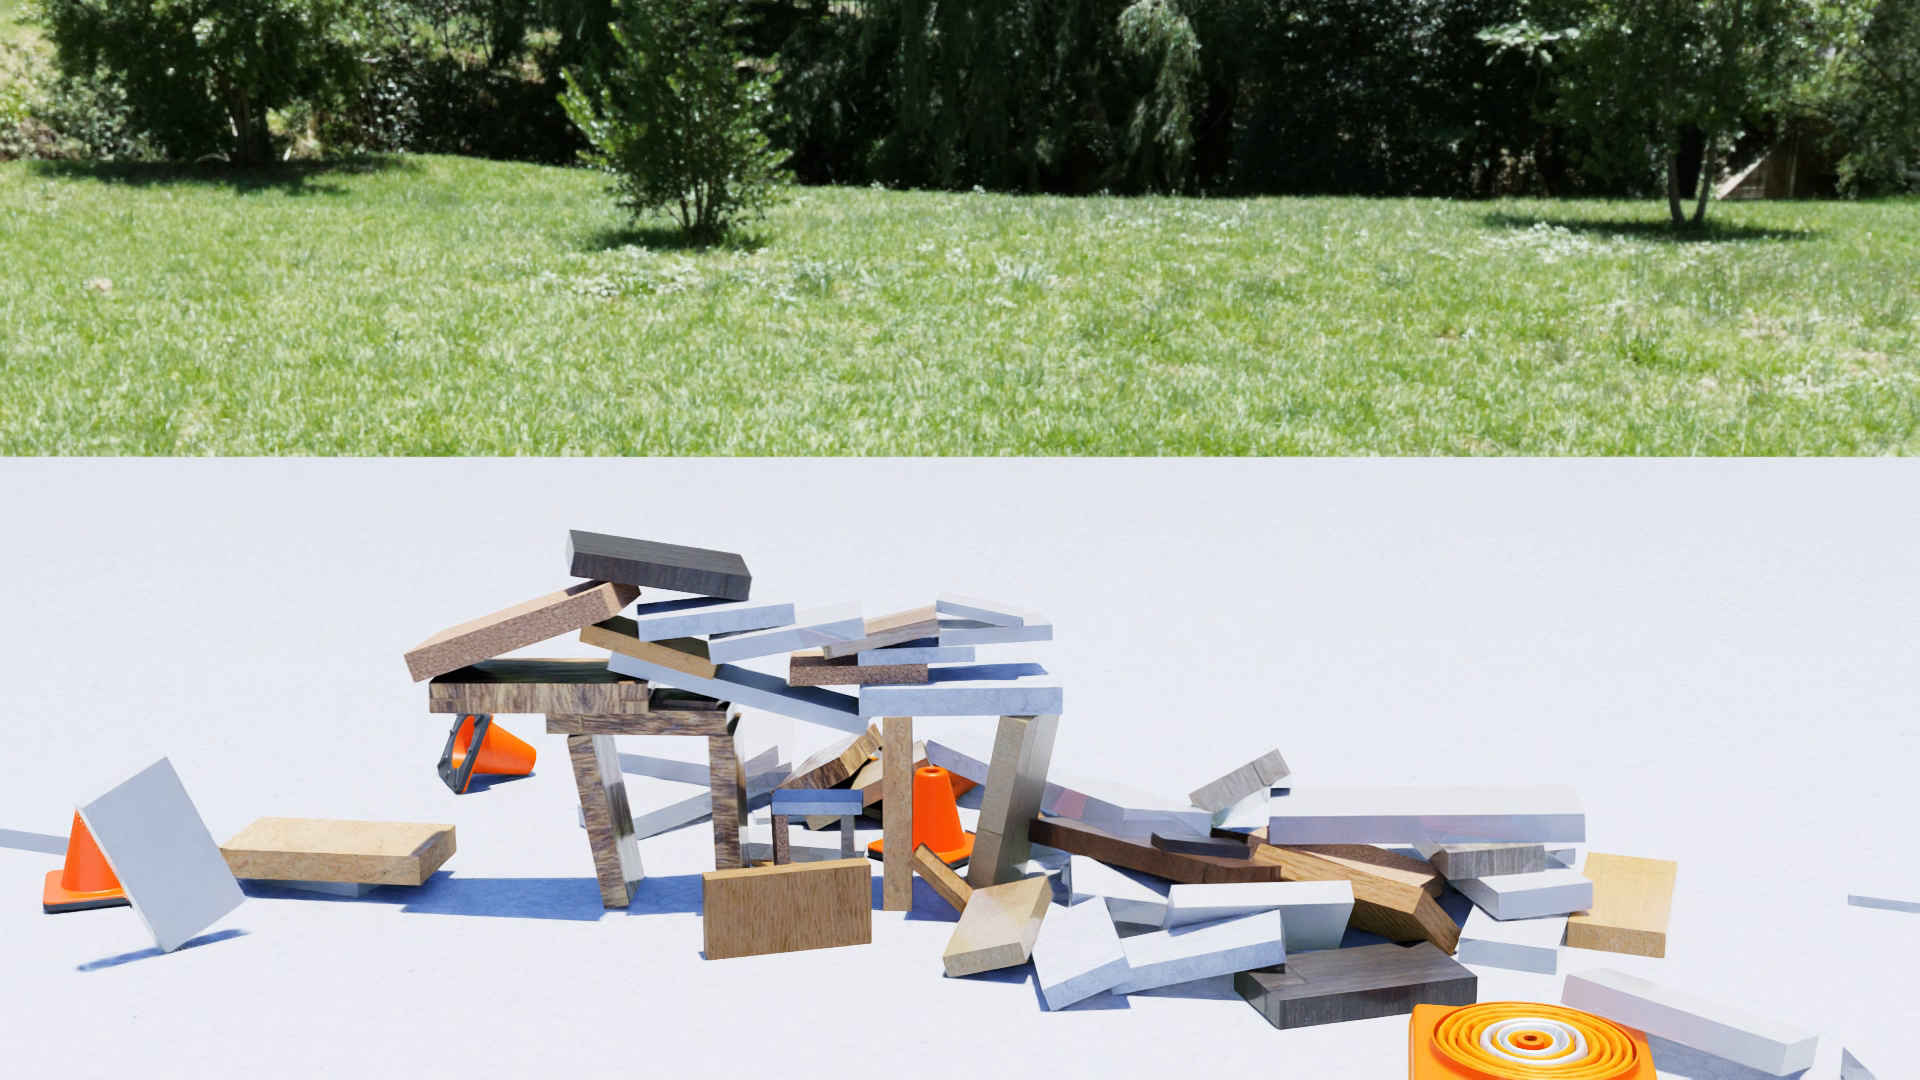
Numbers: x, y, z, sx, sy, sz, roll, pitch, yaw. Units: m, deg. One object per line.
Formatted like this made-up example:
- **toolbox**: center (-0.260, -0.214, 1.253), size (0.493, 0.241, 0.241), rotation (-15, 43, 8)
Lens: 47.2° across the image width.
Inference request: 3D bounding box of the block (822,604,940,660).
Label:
- **block**: center (-0.128, 0.148, 3.563), size (0.189, 0.027, 0.094), rotation (-13, 12, 1)

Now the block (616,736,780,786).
- **block**: center (-0.502, 0.412, 4.165), size (0.286, 0.041, 0.143), rotation (5, 16, 30)

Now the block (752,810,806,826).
- **block**: center (-0.332, 0.510, 4.063), size (0.095, 0.014, 0.048), rotation (-3, 11, -14)

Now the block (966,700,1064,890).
- **block**: center (0.088, 0.428, 3.641), size (0.046, 0.327, 0.163), rotation (17, 16, 21)

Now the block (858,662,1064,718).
- **block**: center (0.002, 0.245, 3.603), size (0.327, 0.046, 0.163), rotation (-1, 11, 0)

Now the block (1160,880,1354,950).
- **block**: center (0.454, 0.579, 3.371), size (0.274, 0.137, 0.039), rotation (-1, 50, -4)

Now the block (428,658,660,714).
- **block**: center (-0.674, 0.237, 3.589), size (0.347, 0.049, 0.174), rotation (0, 11, -1)

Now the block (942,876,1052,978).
- **block**: center (0.061, 0.596, 3.401), size (0.124, 0.035, 0.247), rotation (-14, 11, 15)

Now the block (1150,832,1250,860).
- **block**: center (0.381, 0.486, 3.493), size (0.142, 0.020, 0.071), rotation (7, 0, -11)

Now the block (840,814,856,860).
- **block**: center (-0.185, 0.517, 3.660), size (0.021, 0.148, 0.074), rotation (0, 11, 0)

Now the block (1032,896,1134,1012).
- **block**: center (0.176, 0.617, 3.299), size (0.130, 0.037, 0.259), rotation (-22, 11, 0)

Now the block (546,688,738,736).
- **block**: center (-0.519, 0.281, 3.609), size (0.293, 0.041, 0.146), rotation (1, 11, 1)

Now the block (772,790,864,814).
- **block**: center (-0.235, 0.434, 3.643), size (0.148, 0.021, 0.074), rotation (0, 10, -1)

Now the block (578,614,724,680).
- **block**: center (-0.495, 0.169, 3.563), size (0.223, 0.032, 0.112), rotation (16, 10, 0)

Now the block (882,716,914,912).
- **block**: center (-0.102, 0.430, 3.637), size (0.046, 0.327, 0.163), rotation (0, 11, 0)

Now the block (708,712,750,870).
- **block**: center (-0.380, 0.446, 3.637), size (0.041, 0.293, 0.146), rotation (-2, 11, 0)

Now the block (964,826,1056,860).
- **block**: center (0.089, 0.534, 3.908), size (0.078, 0.022, 0.157), rotation (-9, 14, -40)

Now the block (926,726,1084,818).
- **block**: center (0.094, 0.437, 4.160), size (0.295, 0.042, 0.148), rotation (21, 14, 25)

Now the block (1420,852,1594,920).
- **block**: center (0.884, 0.540, 3.581), size (0.157, 0.044, 0.314), rotation (-5, 9, -10)

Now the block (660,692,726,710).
- **block**: center (-0.432, 0.261, 3.566), size (0.095, 0.014, 0.048), rotation (3, 11, 11)

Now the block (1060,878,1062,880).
- **block**: center (0.220, 0.572, 3.666), size (0.094, 0.013, 0.047), rotation (9, 9, -27)

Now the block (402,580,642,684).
- **block**: center (-0.703, 0.136, 3.546), size (0.347, 0.049, 0.174), rotation (-18, 8, 11)

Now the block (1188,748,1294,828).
- **block**: center (0.494, 0.438, 3.835), size (0.169, 0.048, 0.338), rotation (-28, -14, 3)

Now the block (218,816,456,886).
- **block**: center (-1.047, 0.523, 3.706), size (0.347, 0.049, 0.174), rotation (1, 11, 7)

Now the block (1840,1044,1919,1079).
- **block**: center (1.340, 0.713, 2.887), size (0.305, 0.043, 0.153), rotation (0, 11, -2)

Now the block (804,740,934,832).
- **block**: center (-0.170, 0.451, 4.046), size (0.246, 0.035, 0.123), rotation (-26, 11, 0)

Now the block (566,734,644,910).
- **block**: center (-0.585, 0.445, 3.640), size (0.041, 0.292, 0.146), rotation (-10, 10, 4)

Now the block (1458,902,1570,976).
- **block**: center (0.883, 0.606, 3.468), size (0.146, 0.041, 0.292), rotation (4, 11, 21)

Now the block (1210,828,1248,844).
- **block**: center (0.485, 0.526, 3.697), size (0.221, 0.031, 0.110), rotation (9, 11, 0)

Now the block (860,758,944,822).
- **block**: center (-0.138, 0.470, 4.093), size (0.205, 0.029, 0.103), rotation (13, 47, 47)

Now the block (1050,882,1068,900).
- **block**: center (0.164, 0.585, 3.659), size (0.095, 0.013, 0.047), rotation (-2, 11, -10)

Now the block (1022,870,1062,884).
- **block**: center (0.158, 0.574, 3.720), size (0.095, 0.013, 0.047), rotation (-3, 11, -16)

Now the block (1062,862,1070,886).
- **block**: center (0.288, 0.569, 3.594), size (0.220, 0.031, 0.110), rotation (19, 20, 34)

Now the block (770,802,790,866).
- **block**: center (-0.297, 0.517, 3.657), size (0.021, 0.148, 0.074), rotation (-5, 11, -11)
